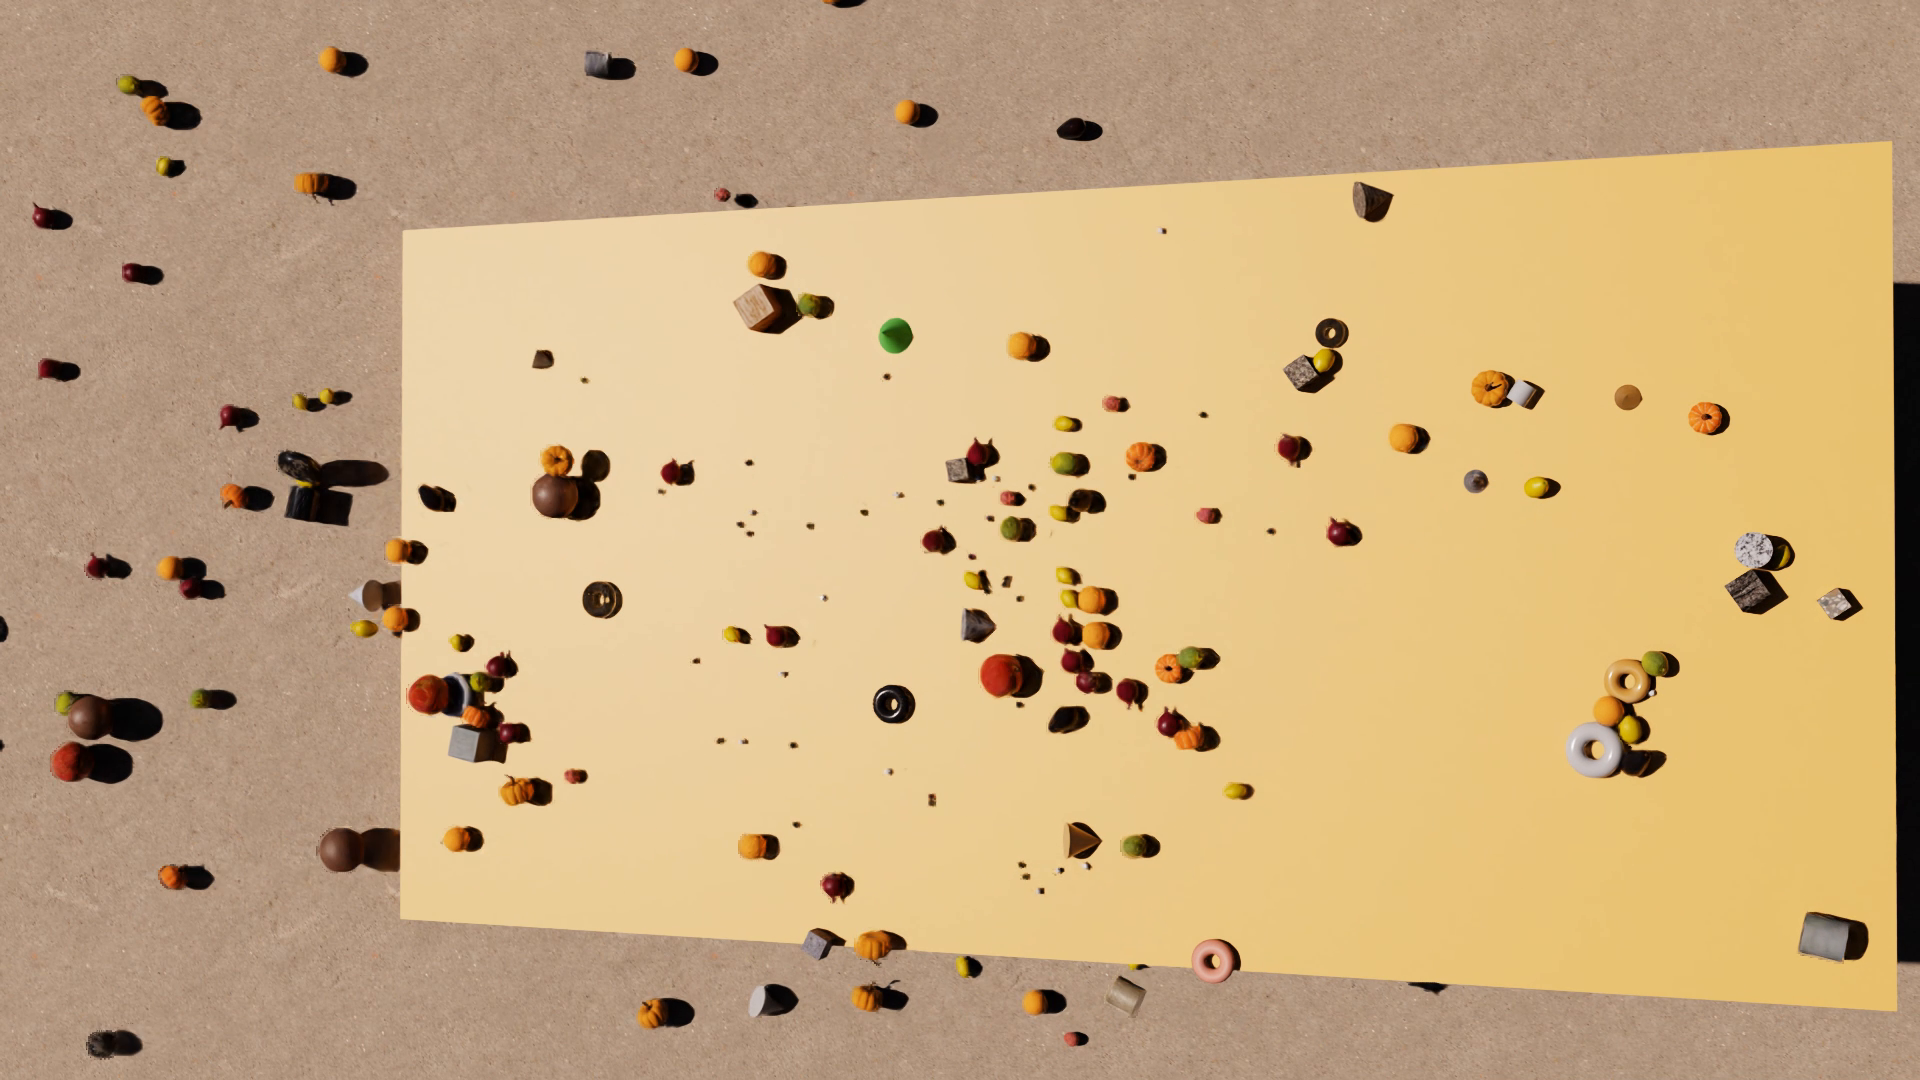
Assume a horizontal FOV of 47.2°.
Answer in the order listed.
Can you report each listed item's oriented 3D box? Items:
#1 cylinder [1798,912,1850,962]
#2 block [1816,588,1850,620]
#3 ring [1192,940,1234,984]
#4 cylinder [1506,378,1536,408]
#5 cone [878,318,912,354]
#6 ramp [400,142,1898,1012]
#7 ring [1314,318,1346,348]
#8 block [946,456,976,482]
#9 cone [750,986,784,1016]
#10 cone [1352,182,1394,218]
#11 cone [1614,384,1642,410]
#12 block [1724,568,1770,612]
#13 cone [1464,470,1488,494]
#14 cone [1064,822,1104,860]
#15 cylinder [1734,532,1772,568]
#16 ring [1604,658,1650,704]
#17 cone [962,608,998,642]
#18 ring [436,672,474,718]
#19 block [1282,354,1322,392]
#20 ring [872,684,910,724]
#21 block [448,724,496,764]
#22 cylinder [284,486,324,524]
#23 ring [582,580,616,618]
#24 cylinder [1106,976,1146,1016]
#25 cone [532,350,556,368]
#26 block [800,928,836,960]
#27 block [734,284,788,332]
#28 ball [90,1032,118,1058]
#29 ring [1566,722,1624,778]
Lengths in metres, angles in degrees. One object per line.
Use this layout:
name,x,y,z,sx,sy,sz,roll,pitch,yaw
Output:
cylinder,1.985,0.912,5.052,0.094,0.094,0.094,11,89,19
block,2.016,0.146,5.073,0.053,0.053,0.053,-37,78,15
ring,0.639,1.064,5.556,0.112,0.037,0.112,-1,88,20
cylinder,1.356,-0.354,5.314,0.052,0.052,0.052,35,105,0
cone,-0.189,-0.547,5.839,0.097,0.097,0.097,0,89,19
ramp,0.280,0.090,5.769,4.000,0.100,2.000,0,89,19
ring,0.922,-0.517,5.484,0.076,0.025,0.076,0,90,19
block,0.001,-0.184,5.789,0.056,0.056,0.056,-11,85,19
cone,-0.553,1.362,6.446,0.094,0.094,0.094,21,89,-26
cone,1.031,-0.848,5.441,0.092,0.092,0.092,-10,89,-8
cone,1.586,-0.341,5.226,0.063,0.063,0.063,0,89,19
block,1.835,0.117,5.126,0.074,0.074,0.074,-36,78,16
cone,1.250,-0.143,5.344,0.059,0.059,0.059,0,89,19
cone,0.322,0.776,5.669,0.096,0.096,0.096,1,89,-7
cylinder,1.847,0.024,5.118,0.083,0.083,0.083,0,89,19
ring,1.587,0.335,5.231,0.108,0.036,0.108,0,91,20
cone,0.054,0.225,5.773,0.091,0.091,0.091,4,89,-7
ring,-1.446,0.444,6.295,0.130,0.043,0.130,-2,85,26
block,0.853,-0.417,5.486,0.064,0.064,0.064,-36,78,16
ring,-0.183,0.437,5.857,0.105,0.035,0.105,0,90,19
block,-1.389,0.578,6.254,0.088,0.088,0.088,13,94,19
cylinder,-1.921,-0.105,6.440,0.094,0.094,0.094,11,89,0
ring,-1.010,0.167,6.153,0.106,0.035,0.106,0,89,21
cylinder,0.426,1.168,5.636,0.074,0.074,0.074,25,89,20
cone,-1.174,-0.505,6.225,0.061,0.061,0.061,18,89,-8
block,-0.381,1.085,5.906,0.059,0.059,0.059,27,98,18
block,-0.542,-0.629,5.969,0.090,0.090,0.090,-34,79,16
ball,-2.504,1.476,6.427,0.077,0.077,0.077,0,89,0
ring,1.515,0.501,5.249,0.136,0.045,0.136,-1,87,23
